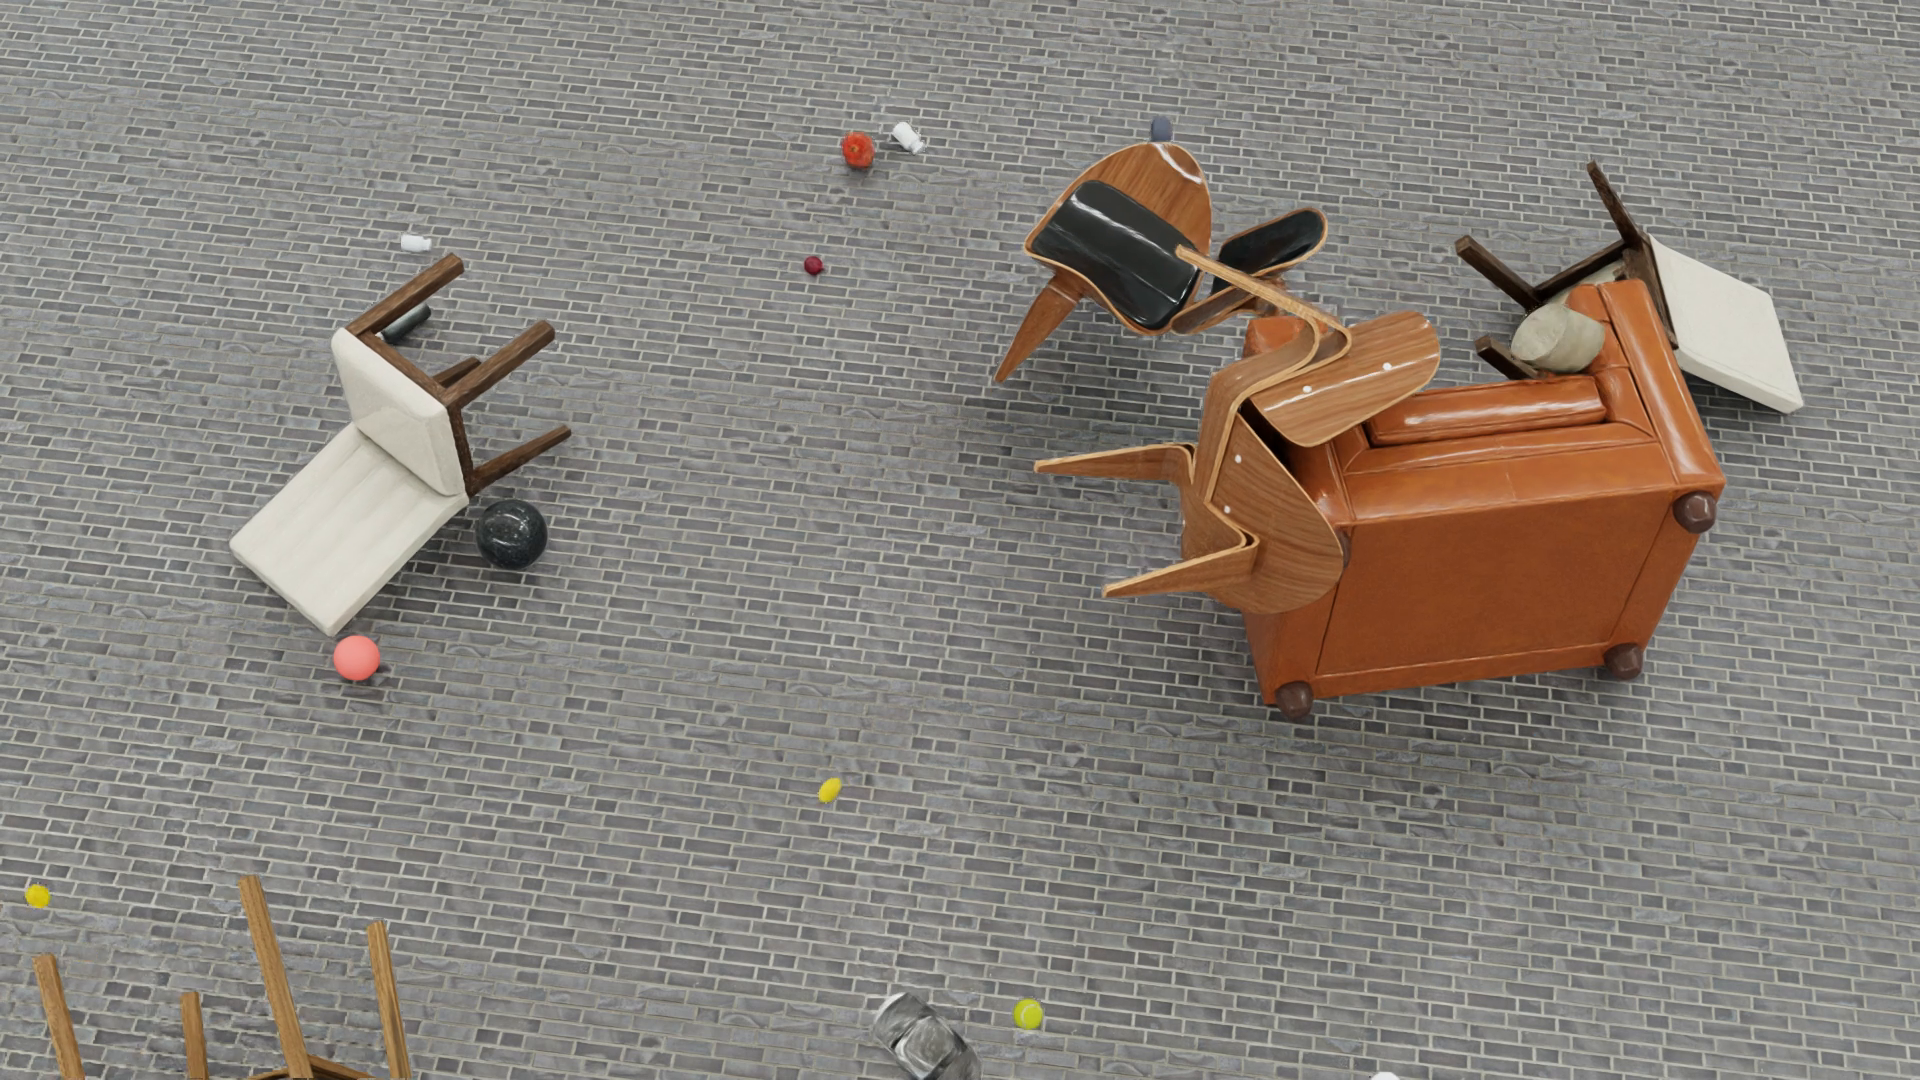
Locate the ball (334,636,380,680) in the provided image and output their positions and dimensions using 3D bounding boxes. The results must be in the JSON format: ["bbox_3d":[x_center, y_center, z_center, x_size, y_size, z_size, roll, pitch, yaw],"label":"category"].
[{"bbox_3d":[-1.720,0.336,6.270,0.130,0.130,0.130,0,56,0],"label":"ball"}]

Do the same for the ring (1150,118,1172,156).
[{"bbox_3d":[0.632,-1.268,6.911,0.059,0.098,0.124,1,90,-1],"label":"ring"}]

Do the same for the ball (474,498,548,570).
[{"bbox_3d":[-1.316,-0.015,6.457,0.212,0.212,0.212,0,56,0],"label":"ball"}]

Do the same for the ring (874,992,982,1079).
[{"bbox_3d":[-0.083,1.281,5.554,0.314,0.280,0.145,43,77,10],"label":"ring"}]

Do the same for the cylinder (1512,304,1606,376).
[{"bbox_3d":[1.576,-0.525,5.789,0.180,0.186,0.122,14,42,-41],"label":"cylinder"}]
